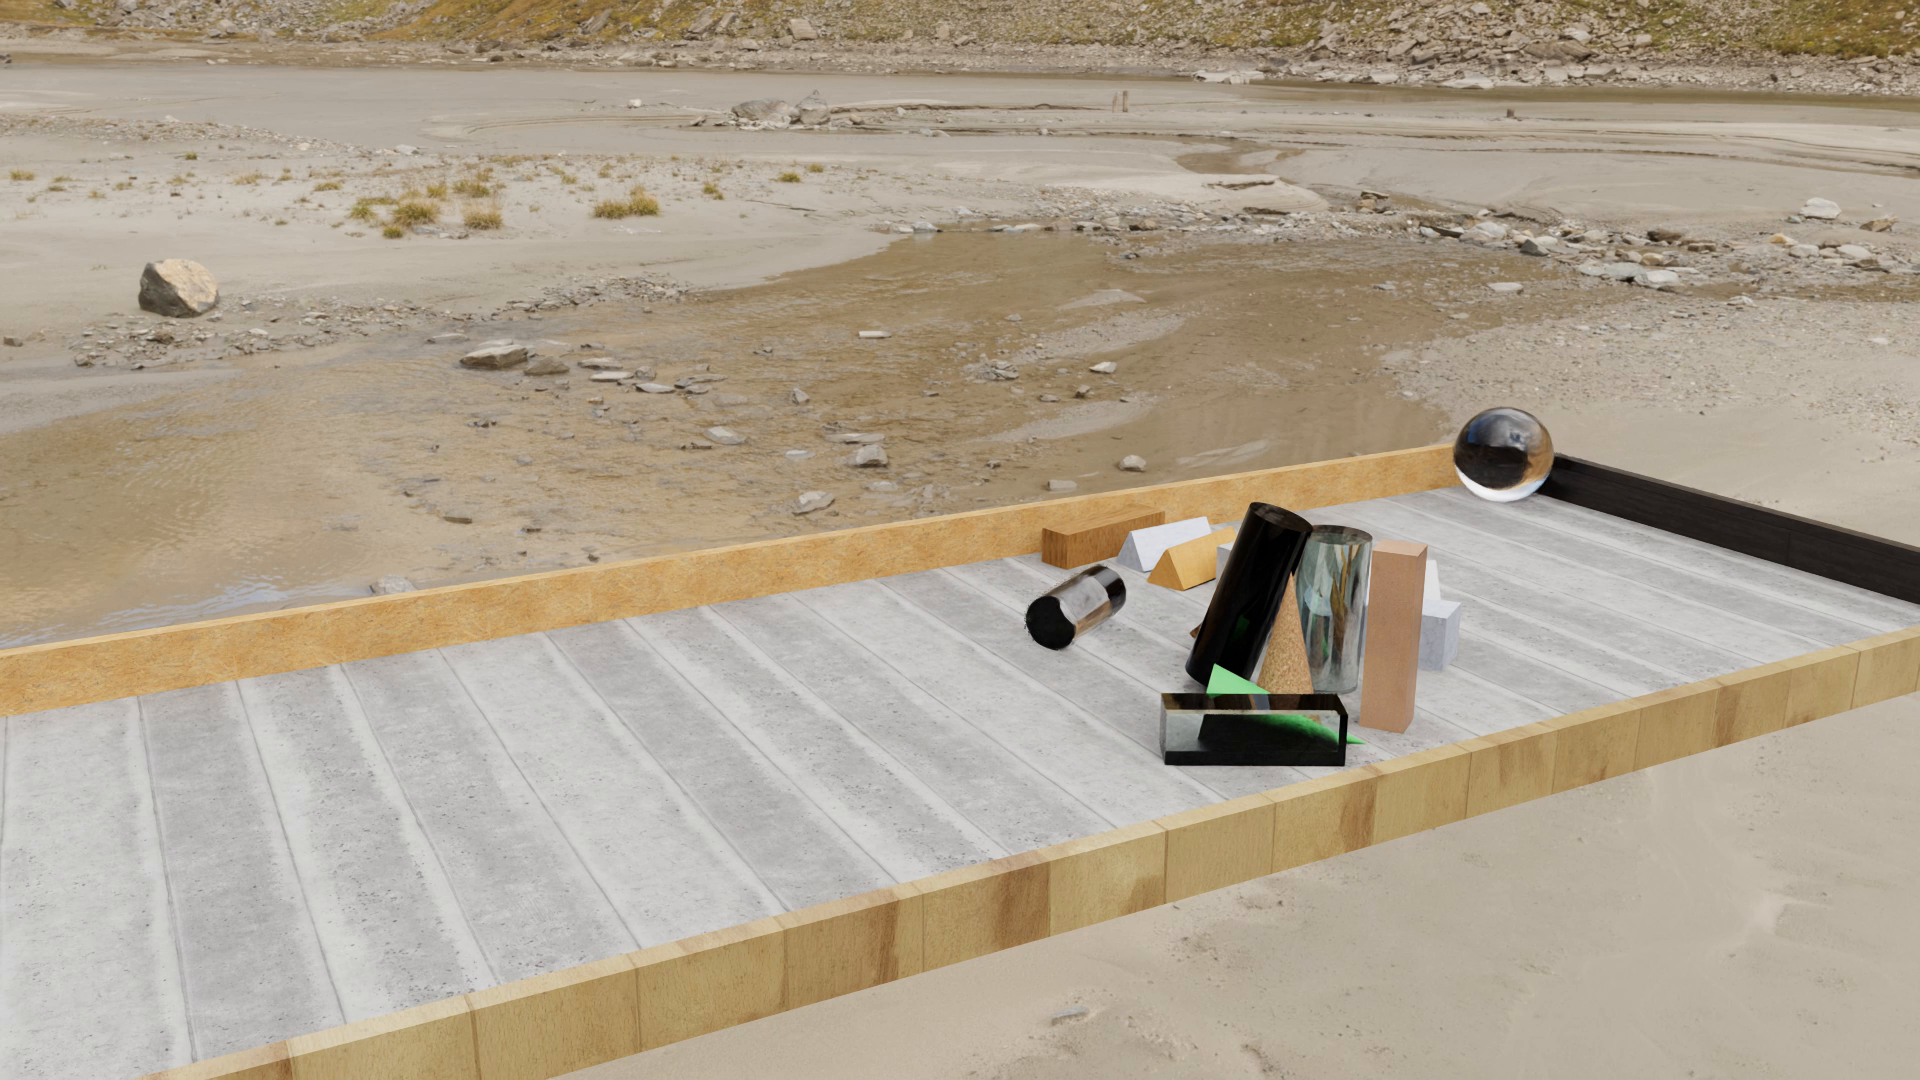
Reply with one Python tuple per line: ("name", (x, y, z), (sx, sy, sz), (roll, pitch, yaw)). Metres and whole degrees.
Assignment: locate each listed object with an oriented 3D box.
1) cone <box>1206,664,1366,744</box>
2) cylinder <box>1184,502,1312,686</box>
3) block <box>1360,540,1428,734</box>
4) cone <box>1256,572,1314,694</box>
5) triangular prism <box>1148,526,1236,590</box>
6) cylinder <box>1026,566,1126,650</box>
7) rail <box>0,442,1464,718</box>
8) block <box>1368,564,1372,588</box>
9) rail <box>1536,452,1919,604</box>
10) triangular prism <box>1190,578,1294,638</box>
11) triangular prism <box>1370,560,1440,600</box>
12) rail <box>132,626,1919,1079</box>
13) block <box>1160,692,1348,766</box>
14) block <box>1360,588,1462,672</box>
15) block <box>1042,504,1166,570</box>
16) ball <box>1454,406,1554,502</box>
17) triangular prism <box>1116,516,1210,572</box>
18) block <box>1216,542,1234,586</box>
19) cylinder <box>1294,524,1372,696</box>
("cone", (0.751, 0.416, 3.795), (0.385, 0.164, 0.164), (16, 19, 9))
("cylinder", (0.702, 0.143, 4.027), (0.161, 0.446, 0.161), (16, 20, -6))
("block", (1.006, 0.224, 3.830), (0.103, 0.431, 0.103), (8, 18, 26))
("cone", (0.769, 0.245, 3.877), (0.166, 0.363, 0.166), (0, 16, 0))
("triangular prism", (0.722, 0.047, 4.981), (0.132, 0.114, 0.336), (15, 22, 41))
("cylinder", (0.318, 0.181, 4.477), (0.148, 0.148, 0.312), (9, 19, 29))
("rail", (-3.305, 0.497, 3.399), (12.000, 0.150, 0.050), (-9, 18, -27))
("block", (1.052, 0.147, 4.602), (0.378, 0.111, 0.111), (-1, 38, -3))
("rail", (2.466, -0.048, 5.253), (0.050, 0.150, 2.100), (-9, 18, -27))
("triangular prism", (0.808, 0.161, 4.398), (0.411, 0.106, 0.122), (-26, 46, -30))
("triangular prism", (1.152, 0.119, 4.738), (0.434, 0.114, 0.132), (-2, 16, -6))
("rail", (-2.336, 1.006, 1.665), (12.000, 0.150, 0.050), (-9, 18, -27))
("block", (0.653, 0.424, 3.692), (0.397, 0.123, 0.123), (0, 16, 1))
("block", (1.115, 0.225, 4.334), (0.353, 0.144, 0.144), (9, 19, 29))
("block", (0.455, -0.013, 5.202), (0.433, 0.110, 0.110), (-13, 21, -38))
("ball", (1.905, -0.300, 5.781), (0.335, 0.335, 0.335), (0, 16, 0))
("triangular prism", (0.646, 0.004, 5.127), (0.307, 0.114, 0.131), (-11, 20, -33))
("block", (0.923, 0.064, 4.905), (0.337, 0.131, 0.131), (-14, 21, -39))
("cylinder", (0.910, 0.172, 4.076), (0.178, 0.386, 0.178), (2, 16, 0))
